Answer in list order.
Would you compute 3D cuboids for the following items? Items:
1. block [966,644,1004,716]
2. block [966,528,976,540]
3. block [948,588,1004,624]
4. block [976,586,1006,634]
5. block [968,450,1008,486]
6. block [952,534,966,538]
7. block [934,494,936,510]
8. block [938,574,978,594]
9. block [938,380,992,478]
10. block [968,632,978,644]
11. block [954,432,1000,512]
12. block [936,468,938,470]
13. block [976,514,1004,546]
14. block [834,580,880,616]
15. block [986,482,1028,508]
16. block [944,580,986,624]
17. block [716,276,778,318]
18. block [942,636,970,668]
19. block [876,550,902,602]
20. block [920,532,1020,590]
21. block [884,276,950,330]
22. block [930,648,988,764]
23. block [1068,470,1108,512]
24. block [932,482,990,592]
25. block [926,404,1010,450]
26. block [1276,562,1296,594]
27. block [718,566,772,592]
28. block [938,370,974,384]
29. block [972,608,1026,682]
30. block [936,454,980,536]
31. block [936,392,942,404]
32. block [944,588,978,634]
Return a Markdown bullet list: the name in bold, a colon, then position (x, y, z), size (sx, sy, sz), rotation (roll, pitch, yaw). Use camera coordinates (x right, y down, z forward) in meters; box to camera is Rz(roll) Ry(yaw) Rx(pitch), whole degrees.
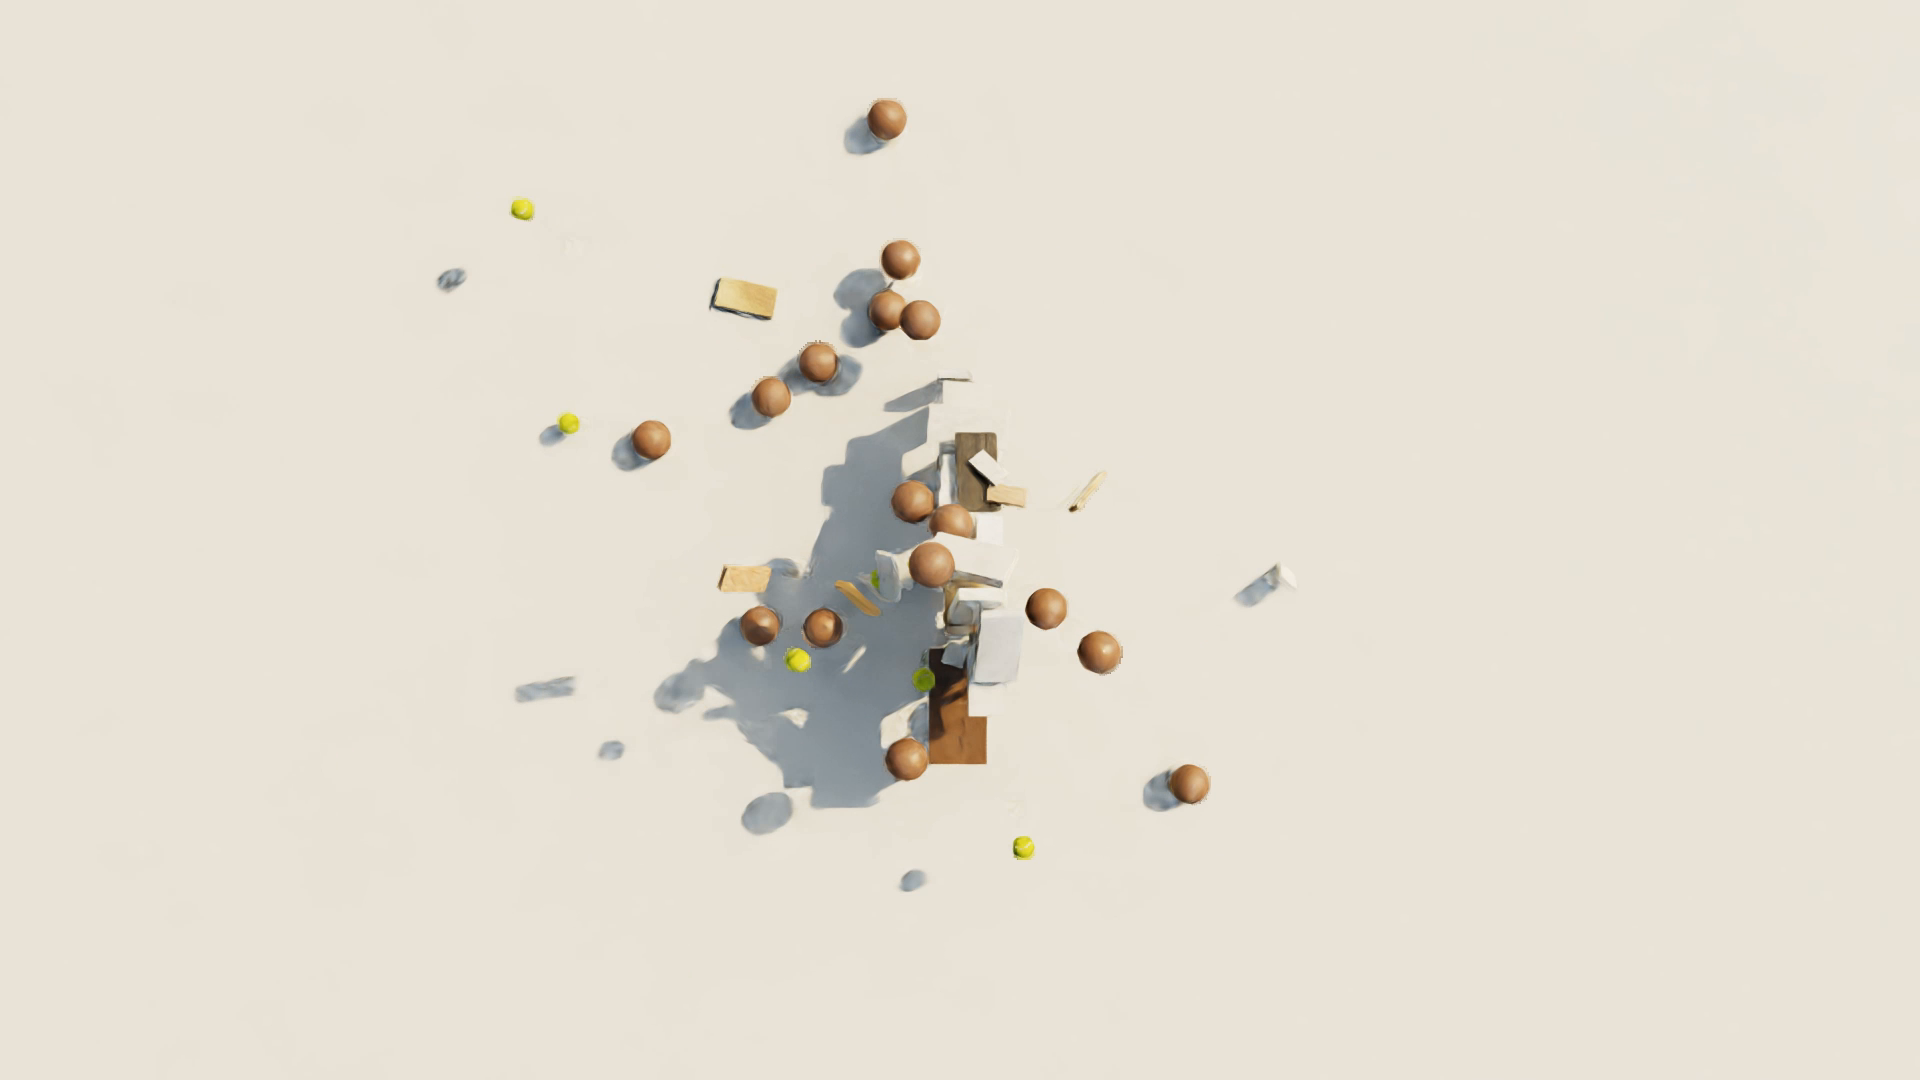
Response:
- **block**: position (0.075, 0.410, 4.859), size (0.107, 0.030, 0.214), rotation (-3, 102, -8)
- **block**: position (0.065, 0.038, 4.917), size (0.080, 0.023, 0.159), rotation (3, 58, -10)
- **block**: position (0.042, 0.191, 4.733), size (0.125, 0.255, 0.035), rotation (3, 72, -7)
- **block**: position (0.085, 0.223, 5.099), size (0.107, 0.426, 0.030), rotation (-8, 111, -6)
- **block**: position (0.086, -0.217, 5.006), size (0.059, 0.017, 0.117), rotation (-38, 66, -19)
- **block**: position (0.004, -0.116, 5.072), size (0.090, 0.026, 0.222), rotation (2, 67, 0)
- **block**: position (0.001, -0.125, 5.330), size (0.170, 0.339, 0.048), rotation (0, 92, 0)
- **block**: position (0.013, 0.144, 4.818), size (0.159, 0.080, 0.023), rotation (25, 70, 16)
- **block**: position (0.015, -0.342, 5.175), size (0.152, 0.043, 0.303), rotation (4, 90, 0)
- **block**: position (0.055, 0.358, 4.973), size (0.030, 0.214, 0.107), rotation (-6, 103, -5)
- **block**: position (0.053, -0.208, 5.039), size (0.126, 0.036, 0.251), rotation (-1, 67, -4)
- **block**: position (0.004, -0.244, 5.348), size (0.152, 0.303, 0.043), rotation (1, 90, 0)
- **block**: position (0.086, 0.001, 4.916), size (0.080, 0.023, 0.159), rotation (7, 58, -7)
- **block**: position (-0.306, 0.176, 4.948), size (0.145, 0.072, 0.021), rotation (44, 71, -28)
- **block**: position (0.141, -0.135, 4.983), size (0.117, 0.017, 0.058), rotation (8, 65, 1)
- **block**: position (0.016, 0.139, 4.923), size (0.114, 0.032, 0.229), rotation (1, 68, 6)
- **block**: position (-0.708, -0.808, 5.486), size (0.193, 0.027, 0.097), rotation (12, 90, 0)
- **block**: position (-0.013, 0.342, 5.026), size (0.067, 0.133, 0.019), rotation (16, 55, -1)
- **block**: position (-0.213, 0.106, 4.912), size (0.021, 0.072, 0.145), rotation (-26, 119, -40)
- **block**: position (0.029, 0.057, 4.694), size (0.250, 0.035, 0.125), rotation (13, 49, 20)
- **block**: position (-0.142, -0.789, 5.486), size (0.194, 0.027, 0.097), rotation (26, 90, 0)
- **block**: position (-0.005, 0.514, 5.109), size (0.179, 0.051, 0.358), rotation (0, 87, 0)
- **block**: position (0.389, -0.149, 5.039), size (0.017, 0.058, 0.156), rotation (42, 64, -7)
- **block**: position (0.006, -0.007, 5.135), size (0.170, 0.048, 0.339), rotation (2, 90, 0)
- **block**: position (0.027, -0.353, 5.133), size (0.251, 0.036, 0.126), rotation (4, 91, 1)
- **block**: position (1.076, 0.124, 5.431), size (0.067, 0.133, 0.019), rotation (41, 110, -6)
- **block**: position (-0.614, 0.111, 4.699), size (0.145, 0.021, 0.072), rotation (3, 117, -37)
- **block**: position (-0.013, -0.534, 5.399), size (0.097, 0.194, 0.027), rotation (-2, 90, 6)
- **block**: position (0.111, 0.306, 4.753), size (0.125, 0.035, 0.250), rotation (-1, 128, -9)
- **block**: position (0.000, -0.137, 5.045), size (0.126, 0.036, 0.251), rotation (6, 67, -2)
- **block**: position (0.002, -0.444, 5.348), size (0.152, 0.303, 0.043), rotation (0, 90, 0)
- **block**: position (0.011, 0.200, 5.009), size (0.114, 0.229, 0.032), rotation (-4, 125, 0)
